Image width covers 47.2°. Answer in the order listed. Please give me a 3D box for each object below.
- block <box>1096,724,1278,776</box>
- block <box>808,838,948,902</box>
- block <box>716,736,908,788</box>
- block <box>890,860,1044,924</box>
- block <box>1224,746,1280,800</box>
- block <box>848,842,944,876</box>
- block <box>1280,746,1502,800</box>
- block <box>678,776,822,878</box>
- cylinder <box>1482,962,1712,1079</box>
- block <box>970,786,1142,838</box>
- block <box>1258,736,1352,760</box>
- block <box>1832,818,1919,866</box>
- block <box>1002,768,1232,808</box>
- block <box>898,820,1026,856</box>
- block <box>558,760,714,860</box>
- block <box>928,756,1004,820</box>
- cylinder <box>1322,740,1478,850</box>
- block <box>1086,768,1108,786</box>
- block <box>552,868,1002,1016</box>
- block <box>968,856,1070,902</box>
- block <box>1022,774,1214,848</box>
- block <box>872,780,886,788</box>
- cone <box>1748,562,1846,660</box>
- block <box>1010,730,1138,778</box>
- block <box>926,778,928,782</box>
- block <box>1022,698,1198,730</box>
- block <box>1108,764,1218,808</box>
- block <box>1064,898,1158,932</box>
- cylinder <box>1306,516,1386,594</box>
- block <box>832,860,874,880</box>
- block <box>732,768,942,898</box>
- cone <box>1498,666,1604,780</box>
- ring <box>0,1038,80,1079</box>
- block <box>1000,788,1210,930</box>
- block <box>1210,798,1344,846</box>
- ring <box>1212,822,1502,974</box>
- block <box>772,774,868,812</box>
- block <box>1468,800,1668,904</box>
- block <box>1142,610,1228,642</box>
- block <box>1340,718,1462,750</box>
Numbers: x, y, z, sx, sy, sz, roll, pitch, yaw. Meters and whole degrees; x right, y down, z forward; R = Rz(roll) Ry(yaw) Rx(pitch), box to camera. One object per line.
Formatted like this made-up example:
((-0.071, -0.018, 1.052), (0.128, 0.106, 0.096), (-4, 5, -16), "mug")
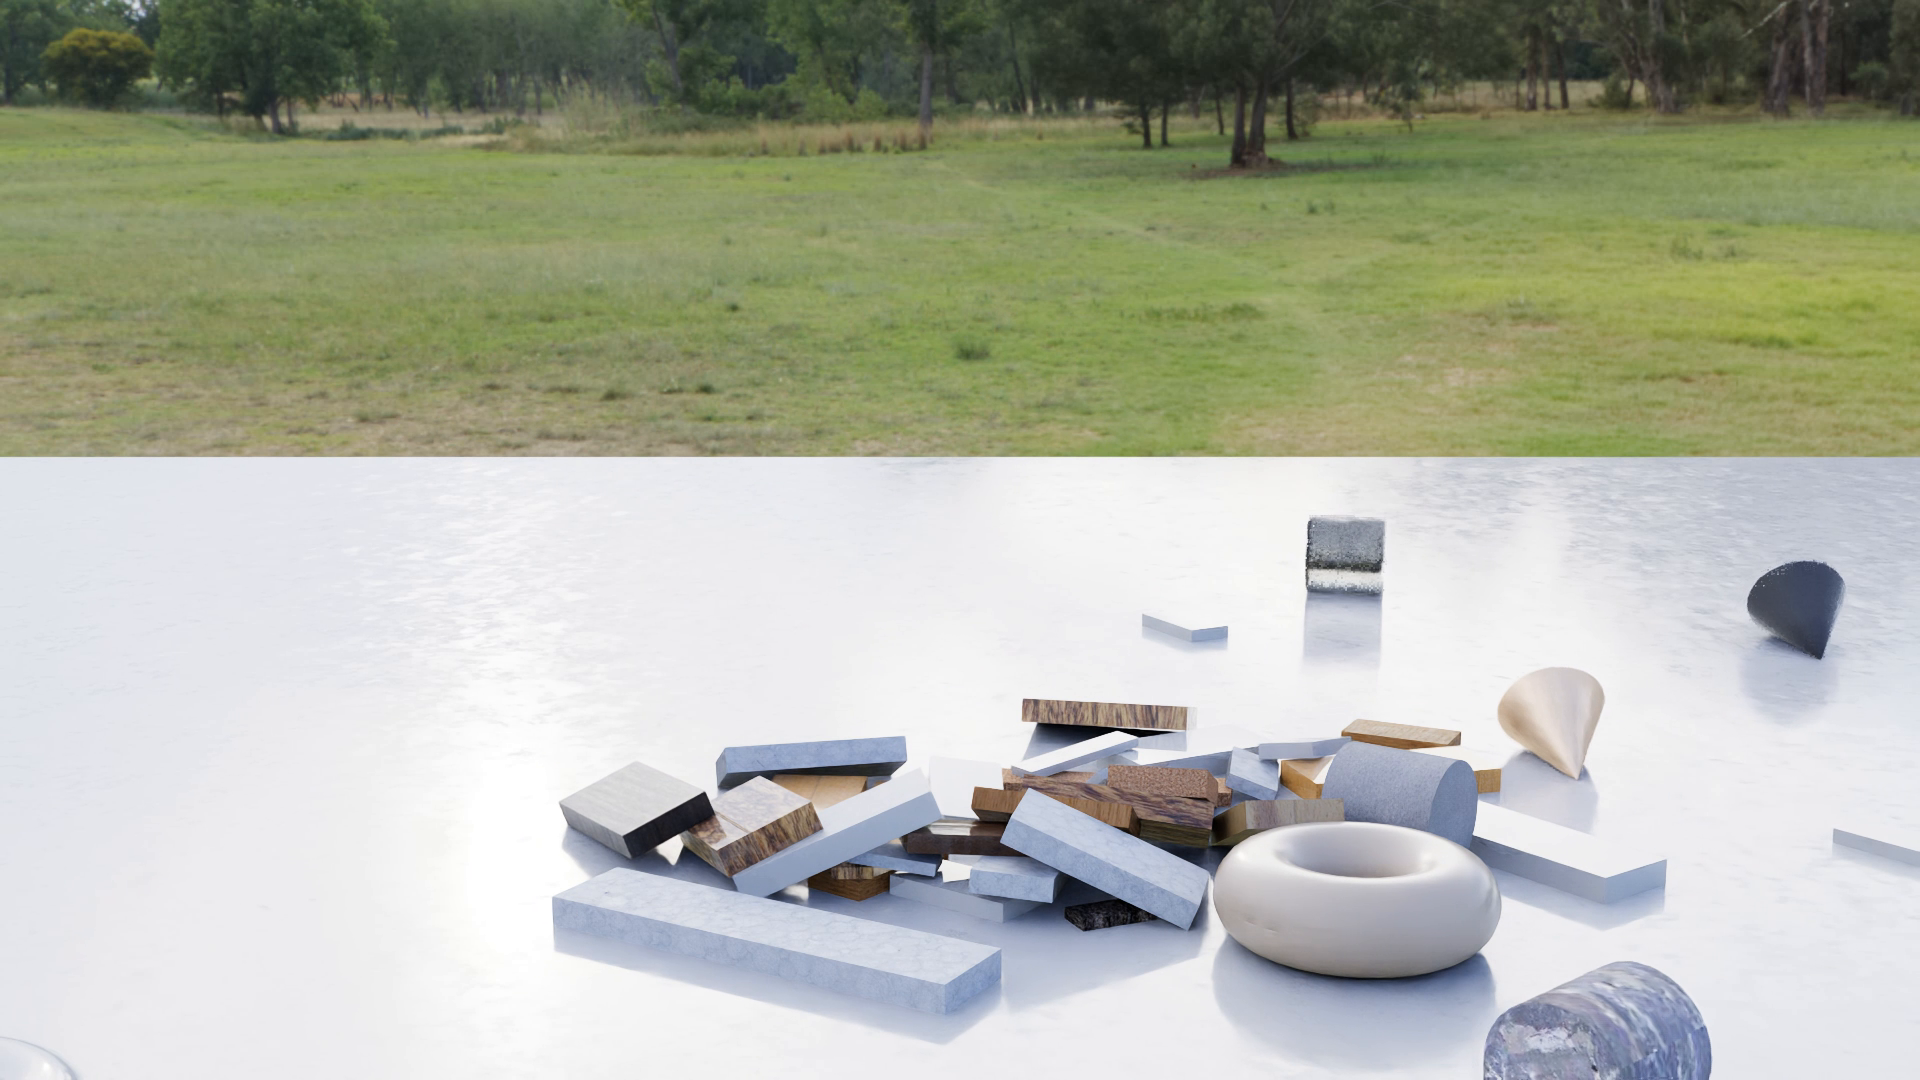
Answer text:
((0.455, 0.430, 4.403), (0.327, 0.046, 0.163), (-6, 12, -28), "block")
((-0.138, 0.558, 3.752), (0.116, 0.033, 0.232), (8, 13, 38), "block")
((-0.287, 0.426, 4.228), (0.345, 0.049, 0.172), (-3, -15, -13), "block")
((0.011, 0.578, 3.642), (0.232, 0.033, 0.116), (8, 13, 36), "block")
((0.566, 0.453, 4.251), (0.095, 0.027, 0.191), (21, 13, 5), "block")
((-0.107, 0.529, 3.673), (0.148, 0.021, 0.074), (8, 10, 8), "block")
((0.833, 0.457, 4.259), (0.387, 0.047, 0.165), (-3, 11, -15), "block")
((-0.369, 0.488, 3.775), (0.176, 0.050, 0.352), (-26, 9, -17), "block")
((0.802, 0.655, 2.769), (0.202, 0.202, 0.202), (-9, 14, -41), "cylinder")
((0.166, 0.472, 3.762), (0.272, 0.039, 0.136), (5, -19, 14), "block")
((0.688, 0.413, 4.374), (0.111, 0.031, 0.222), (-5, -4, 30), "block")
((1.655, 0.537, 3.883), (0.095, 0.027, 0.191), (-8, 13, -36), "block")
((0.245, 0.473, 4.227), (0.551, 0.027, 0.095), (2, 11, 9), "block")
((0.019, 0.497, 3.676), (0.232, 0.033, 0.116), (3, 5, -9), "block")
((-0.581, 0.478, 3.922), (0.166, 0.047, 0.331), (-27, 17, -25), "block")
((0.011, 0.475, 4.061), (0.136, 0.039, 0.272), (7, 16, -3), "block")
((0.760, 0.463, 3.804), (0.201, 0.201, 0.201), (8, 13, 36), "cylinder")
((0.241, 0.463, 4.076), (0.065, 0.018, 0.130), (-12, -26, -49), "block")
((-0.296, 0.614, 3.411), (0.733, 0.047, 0.166), (6, 12, 30), "block")
((0.120, 0.539, 3.698), (0.136, 0.039, 0.391), (5, 5, 11), "block")
((0.275, 0.475, 3.848), (0.330, 0.047, 0.165), (8, -19, 7), "block")
((-0.134, 0.488, 4.160), (0.074, 0.021, 0.148), (2, 11, 8), "block")
((2.077, 0.218, 5.384), (0.237, 0.237, 0.237), (1, 37, 3), "cone")
((0.226, 0.422, 4.308), (0.270, 0.018, 0.065), (-14, 16, -35), "block")
((-0.042, 0.485, 4.109), (0.074, 0.021, 0.148), (-9, 23, -44), "block")
((0.316, 0.366, 4.616), (0.345, 0.049, 0.172), (2, -4, 13), "block")
((0.371, 0.448, 3.982), (0.172, 0.049, 0.345), (2, -10, 10), "block")
((0.243, 0.603, 3.550), (0.133, 0.019, 0.067), (-5, 11, -24), "block")
((1.064, 0.042, 6.062), (0.205, 0.205, 0.205), (2, 11, 12), "cylinder")
((-0.181, 0.539, 3.709), (0.070, 0.020, 0.140), (0, 11, -2), "block")
((-0.209, 0.492, 3.674), (0.352, 0.050, 0.176), (-23, 9, -4), "block")
((1.206, 0.406, 4.394), (0.217, 0.217, 0.217), (0, 37, -1), "cone")
((-1.257, 0.714, 2.625), (0.421, 0.140, 0.421), (0, 9, 0), "ring")
((0.239, 0.518, 3.592), (0.330, 0.047, 0.165), (24, 14, 7), "block")
((0.539, 0.485, 3.768), (0.163, 0.046, 0.327), (-1, -13, -4), "block")
((0.620, 0.558, 3.446), (0.446, 0.149, 0.446), (0, 9, 0), "ring")
((-0.277, 0.503, 4.002), (0.176, 0.050, 0.352), (1, 11, 4), "block")
((0.985, 0.533, 3.846), (0.163, 0.046, 0.473), (-8, 13, -36), "block")
((0.571, 0.217, 5.591), (0.111, 0.031, 0.222), (-6, 12, -28), "block")
((0.912, 0.411, 4.549), (0.222, 0.031, 0.111), (5, 12, 27), "block")
